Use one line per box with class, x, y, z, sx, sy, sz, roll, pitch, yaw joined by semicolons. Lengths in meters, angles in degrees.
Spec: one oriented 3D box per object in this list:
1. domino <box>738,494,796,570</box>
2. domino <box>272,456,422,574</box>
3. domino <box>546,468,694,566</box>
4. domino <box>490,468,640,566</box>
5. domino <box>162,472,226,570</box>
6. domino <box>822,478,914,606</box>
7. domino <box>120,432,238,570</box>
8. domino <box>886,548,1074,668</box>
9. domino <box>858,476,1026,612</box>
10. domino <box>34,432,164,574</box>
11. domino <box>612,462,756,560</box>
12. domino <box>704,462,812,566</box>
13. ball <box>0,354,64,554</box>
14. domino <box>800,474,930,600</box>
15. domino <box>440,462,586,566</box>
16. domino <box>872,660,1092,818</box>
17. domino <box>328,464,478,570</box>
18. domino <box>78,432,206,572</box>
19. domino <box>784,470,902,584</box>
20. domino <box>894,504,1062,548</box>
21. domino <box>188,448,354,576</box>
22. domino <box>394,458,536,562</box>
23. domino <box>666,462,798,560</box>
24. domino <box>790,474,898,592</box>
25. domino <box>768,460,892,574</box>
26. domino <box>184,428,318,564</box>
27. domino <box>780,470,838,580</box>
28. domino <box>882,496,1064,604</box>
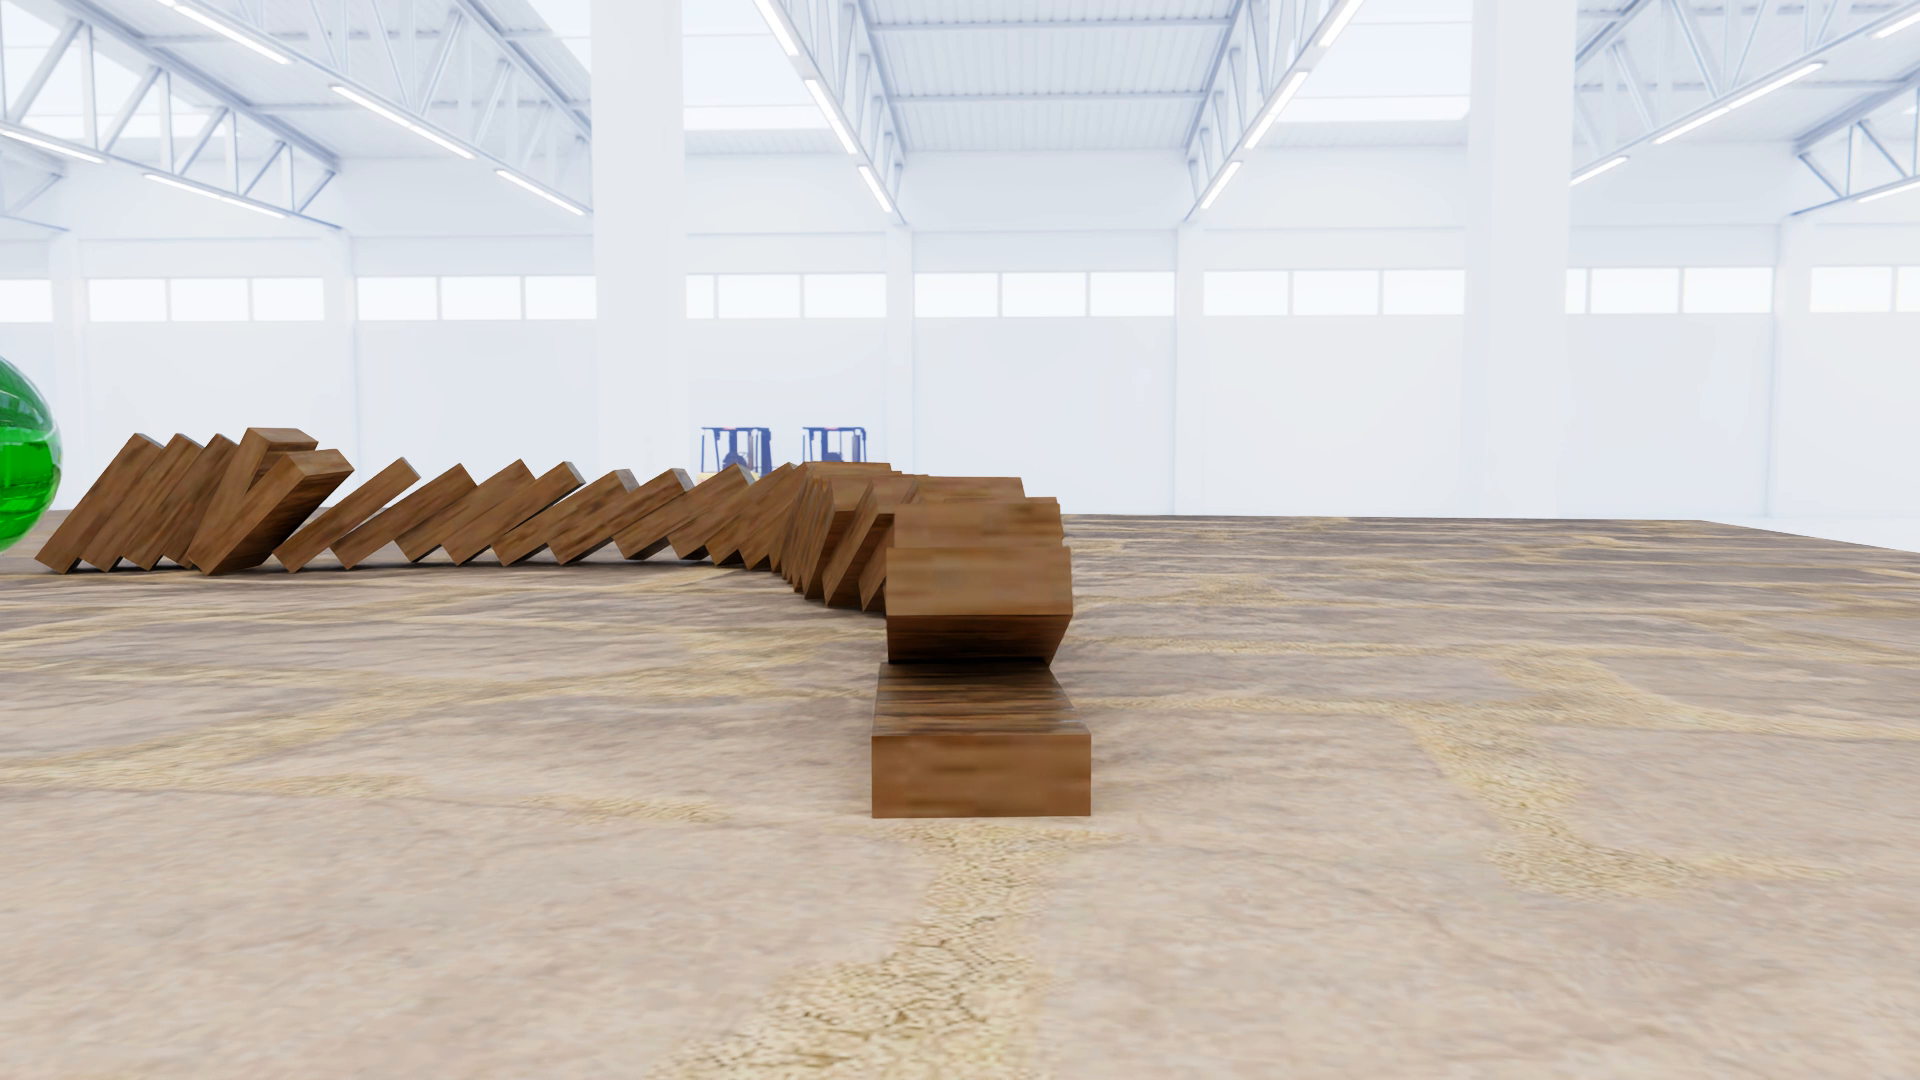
domino;-0.049;-0.007;0.427;0.050;0.009;0.025;-38;-19;33
domino;-0.207;-0.009;0.436;0.050;0.009;0.025;-41;17;-14
domino;-0.119;-0.009;0.454;0.050;0.009;0.025;-31;3;0
domino;-0.139;-0.008;0.455;0.050;0.010;0.025;-31;5;0
domino;-0.257;-0.014;0.448;0.010;0.050;0.025;37;-13;-24
domino;-0.016;0.001;0.319;0.025;0.009;0.050;-1;-27;-22
domino;-0.268;-0.014;0.443;0.010;0.050;0.025;37;-13;-24
domino;0.002;0.014;0.196;0.025;0.010;0.050;0;-19;-3
domino;-0.005;0.002;0.303;0.025;0.010;0.050;-1;-27;-22
domino;-0.288;-0.013;0.432;0.009;0.050;0.025;37;-13;-24
domino;-0.096;-0.010;0.456;0.050;0.009;0.025;-31;-2;0
domino;-0.062;-0.009;0.441;0.050;0.009;0.025;-36;-14;24
ball;-0.335;-0.028;0.410;0.080;0.080;0.080;0;4;0
domino;-0.025;0.000;0.335;0.025;0.009;0.050;-3;-27;-18
domino;-0.158;-0.010;0.457;0.050;0.009;0.025;-35;9;-7
domino;0.001;0.025;0.171;0.025;0.010;0.050;0;4;-2
domino;-0.193;-0.009;0.446;0.050;0.010;0.025;-37;16;-17
domino;-0.278;-0.013;0.438;0.010;0.050;0.025;37;-13;-24
domino;-0.034;-0.003;0.369;0.025;0.010;0.050;-1;-28;-18
domino;0.002;0.009;0.214;0.025;0.009;0.050;0;-24;-3
domino;-0.225;-0.009;0.419;0.050;0.009;0.025;-41;-1;12
domino;-0.175;-0.010;0.456;0.050;0.010;0.025;-36;10;-15
domino;-0.077;-0.010;0.455;0.050;0.010;0.025;-31;-4;4
domino;-0.030;-0.001;0.353;0.025;0.010;0.050;-1;-28;-19
domino;-0.041;-0.007;0.405;0.025;0.009;0.050;0;-31;-27
domino;-0.241;-0.014;0.436;0.009;0.050;0.025;31;8;5
domino;-0.038;-0.004;0.387;0.025;0.010;0.050;-1;-28;-19
domino;0.002;0.005;0.286;0.025;0.009;0.050;-2;-23;-20
